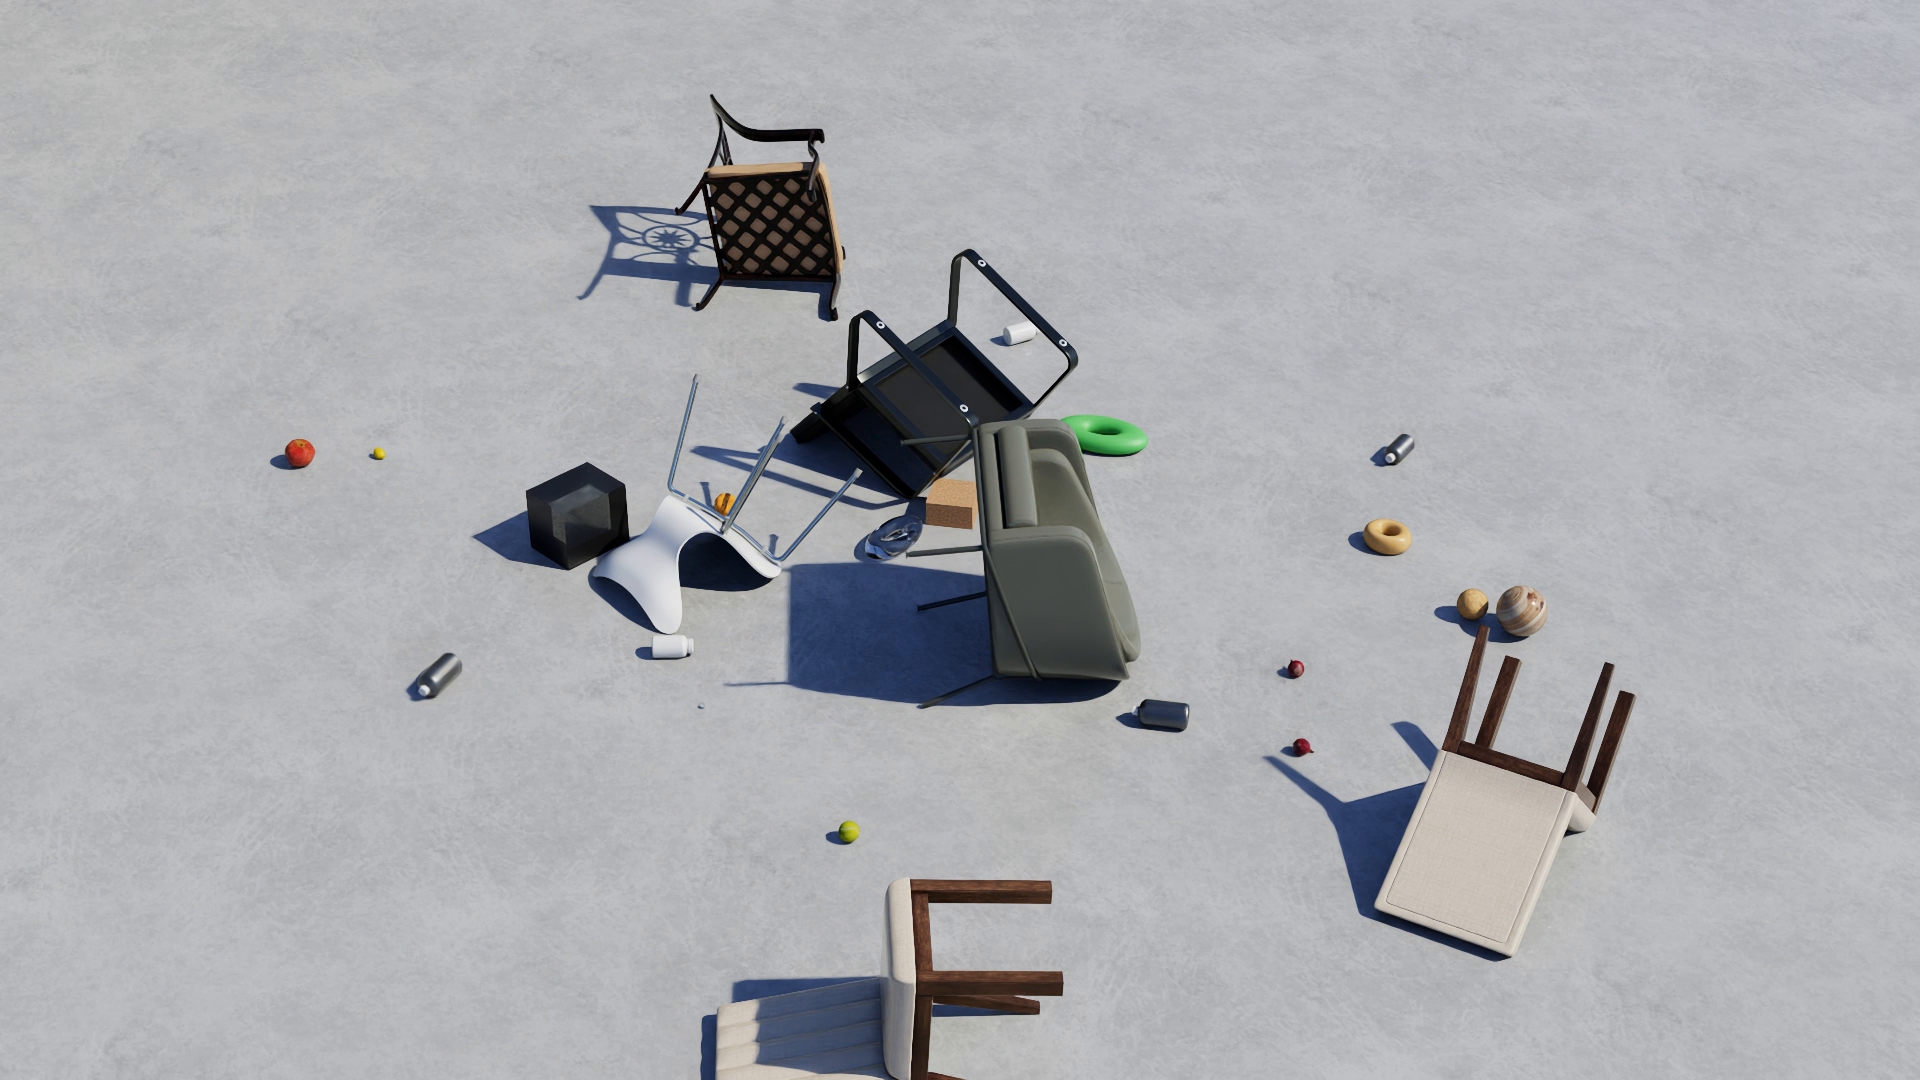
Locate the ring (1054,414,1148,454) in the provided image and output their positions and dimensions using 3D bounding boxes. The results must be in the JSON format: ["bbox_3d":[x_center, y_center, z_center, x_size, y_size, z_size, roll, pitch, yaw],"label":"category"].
[{"bbox_3d":[0.554,-0.414,11.506,0.382,0.074,0.213,12,34,18],"label":"ring"}]

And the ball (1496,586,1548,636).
[{"bbox_3d":[1.993,0.251,10.397,0.182,0.182,0.182,0,33,0],"label":"ball"}]

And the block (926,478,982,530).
[{"bbox_3d":[-0.024,-0.138,11.064,0.178,0.098,0.181,6,34,9],"label":"block"}]

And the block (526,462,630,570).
[{"bbox_3d":[-1.414,-0.089,10.855,0.289,0.247,0.224,-29,43,-36],"label":"block"}]

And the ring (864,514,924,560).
[{"bbox_3d":[-0.245,-0.010,10.899,0.156,0.067,0.302,22,39,28],"label":"ring"}]

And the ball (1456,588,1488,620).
[{"bbox_3d":[1.835,0.230,10.492,0.113,0.113,0.113,0,33,0],"label":"ball"}]

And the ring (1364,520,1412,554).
[{"bbox_3d":[1.588,-0.012,10.895,0.186,0.076,0.161,22,41,27],"label":"ring"}]
